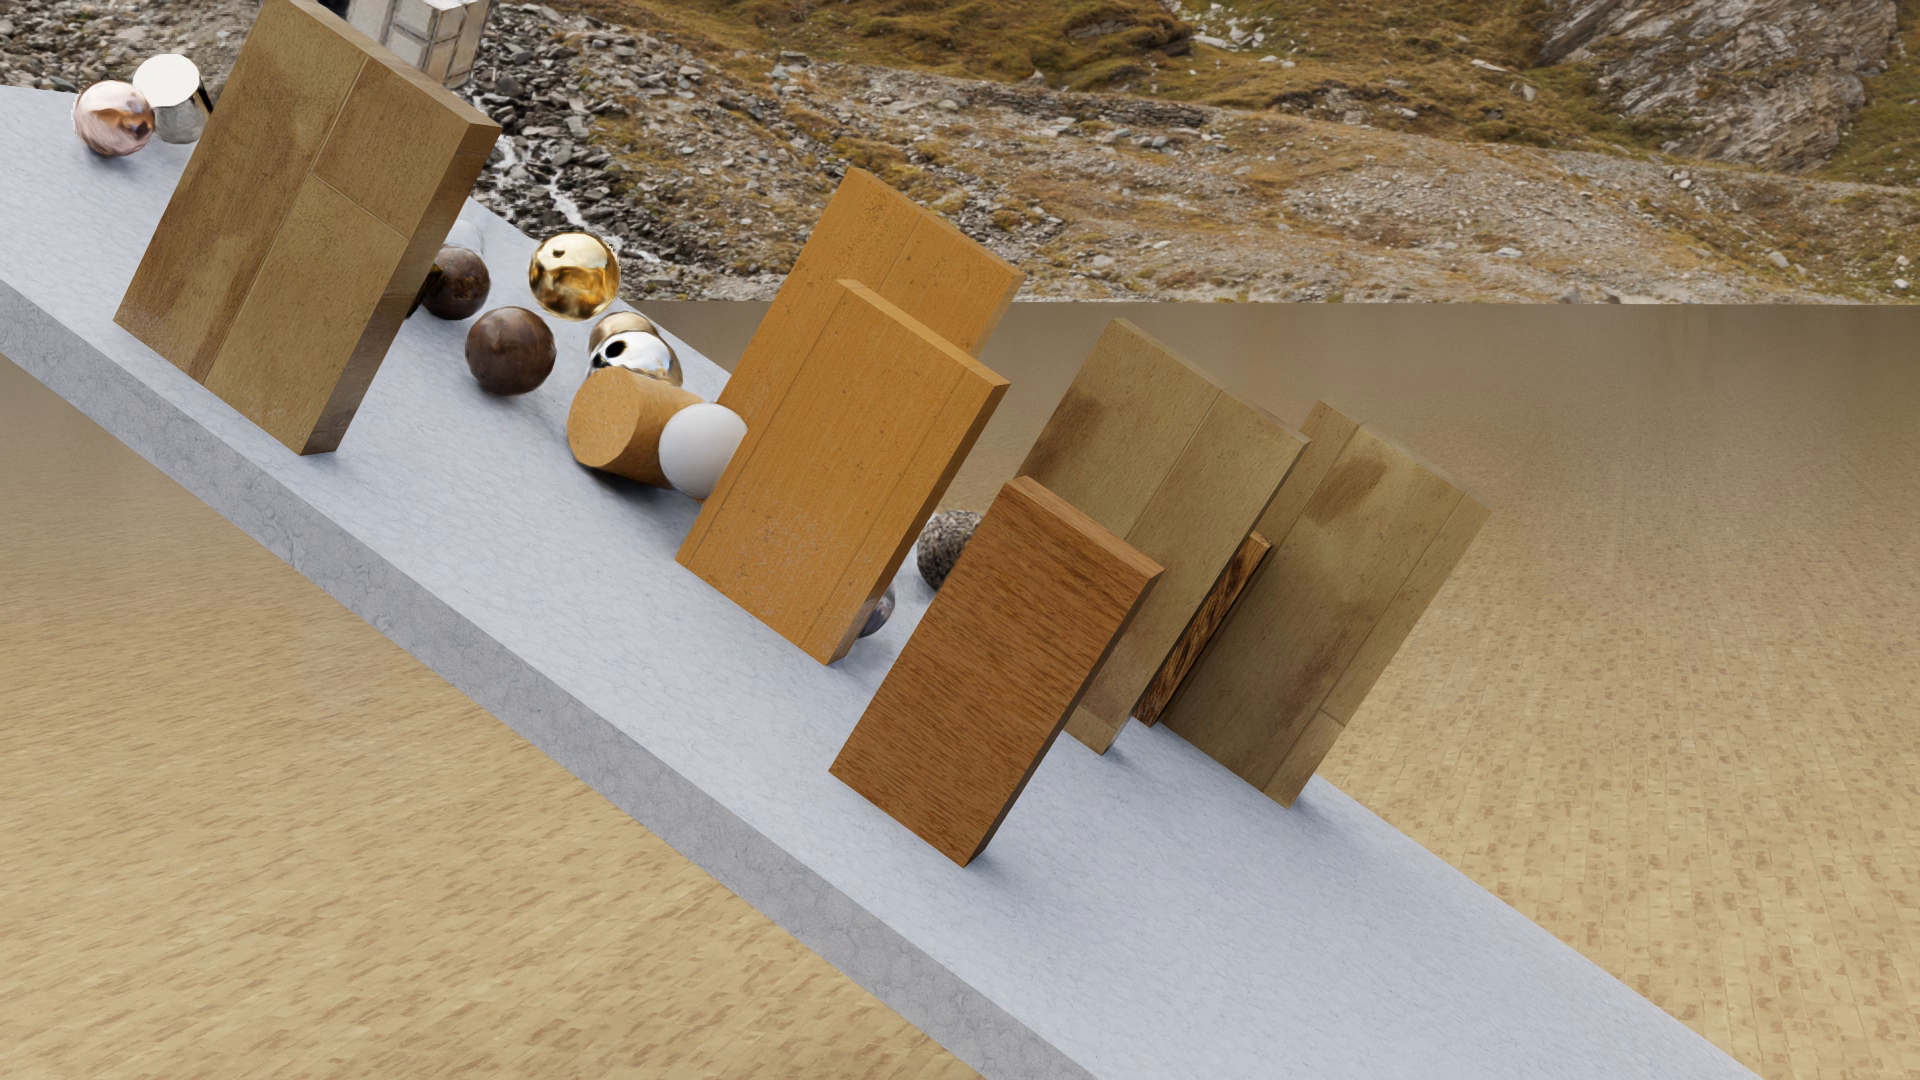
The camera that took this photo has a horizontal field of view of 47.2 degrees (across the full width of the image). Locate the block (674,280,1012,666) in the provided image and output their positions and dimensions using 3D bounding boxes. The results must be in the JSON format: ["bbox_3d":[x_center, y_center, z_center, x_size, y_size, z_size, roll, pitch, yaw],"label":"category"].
[{"bbox_3d":[-0.209,-0.118,3.844,0.335,0.581,0.105,34,15,11],"label":"block"}]

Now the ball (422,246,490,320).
[{"bbox_3d":[-1.010,-0.512,4.380,0.147,0.147,0.147,0,7,0],"label":"ball"}]

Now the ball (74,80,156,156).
[{"bbox_3d":[-1.594,-0.795,4.148,0.144,0.144,0.144,0,7,0],"label":"ball"}]

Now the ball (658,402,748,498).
[{"bbox_3d":[-0.460,-0.162,3.986,0.174,0.174,0.174,0,7,0],"label":"ball"}]

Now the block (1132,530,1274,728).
[{"bbox_3d":[0.402,0.109,4.576,0.309,0.451,0.141,34,15,11],"label":"block"}]

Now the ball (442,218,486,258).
[{"bbox_3d":[-1.074,-0.632,4.712,0.113,0.113,0.113,0,7,0],"label":"ball"}]

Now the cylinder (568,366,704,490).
[{"bbox_3d":[-0.597,-0.208,4.113,0.191,0.191,0.191,6,-8,39],"label":"cylinder"}]

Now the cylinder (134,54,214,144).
[{"bbox_3d":[-1.559,-0.874,4.366,0.127,0.127,0.127,-1,-25,-4],"label":"cylinder"}]

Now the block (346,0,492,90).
[{"bbox_3d":[-0.970,-0.917,3.919,0.172,0.172,0.172,29,29,8],"label":"block"}]

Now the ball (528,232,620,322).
[{"bbox_3d":[-0.742,-0.506,4.221,0.173,0.173,0.173,0,7,0],"label":"ball"}]

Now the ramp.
[{"bbox_3d":[-0.150,0.249,4.111,4.000,0.100,2.000,34,15,11],"label":"ramp"}]

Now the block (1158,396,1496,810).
[{"bbox_3d":[0.723,0.130,4.565,0.410,0.747,0.147,34,15,11],"label":"block"}]

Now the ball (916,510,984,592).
[{"bbox_3d":[0.002,0.029,4.564,0.185,0.185,0.185,0,7,0],"label":"ball"}]

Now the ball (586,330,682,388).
[{"bbox_3d":[-0.641,-0.319,4.325,0.190,0.190,0.190,0,7,0],"label":"ball"}]

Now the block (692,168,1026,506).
[{"bbox_3d":[-0.218,-0.302,4.179,0.378,0.705,0.081,34,15,11],"label":"block"}]

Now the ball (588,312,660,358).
[{"bbox_3d":[-0.684,-0.392,4.490,0.150,0.150,0.150,0,7,0],"label":"ball"}]

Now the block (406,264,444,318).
[{"bbox_3d":[-1.083,-0.505,4.223,0.115,0.115,0.115,37,6,-7],"label":"block"}]

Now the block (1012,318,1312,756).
[{"bbox_3d":[0.292,-0.006,4.210,0.429,0.716,0.102,34,15,11],"label":"block"}]

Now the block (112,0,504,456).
[{"bbox_3d":[-1.019,-0.488,3.418,0.392,0.592,0.101,34,15,11],"label":"block"}]

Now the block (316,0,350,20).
[{"bbox_3d":[-1.155,-1.060,4.015,0.151,0.151,0.151,-4,51,-26],"label":"block"}]

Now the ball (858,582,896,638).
[{"bbox_3d":[-0.194,0.103,4.002,0.154,0.154,0.154,0,7,0],"label":"ball"}]

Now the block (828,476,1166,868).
[{"bbox_3d":[0.054,0.203,3.401,0.261,0.545,0.118,34,15,11],"label":"block"}]

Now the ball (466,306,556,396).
[{"bbox_3d":[-0.850,-0.358,4.160,0.169,0.169,0.169,0,7,0],"label":"ball"}]
